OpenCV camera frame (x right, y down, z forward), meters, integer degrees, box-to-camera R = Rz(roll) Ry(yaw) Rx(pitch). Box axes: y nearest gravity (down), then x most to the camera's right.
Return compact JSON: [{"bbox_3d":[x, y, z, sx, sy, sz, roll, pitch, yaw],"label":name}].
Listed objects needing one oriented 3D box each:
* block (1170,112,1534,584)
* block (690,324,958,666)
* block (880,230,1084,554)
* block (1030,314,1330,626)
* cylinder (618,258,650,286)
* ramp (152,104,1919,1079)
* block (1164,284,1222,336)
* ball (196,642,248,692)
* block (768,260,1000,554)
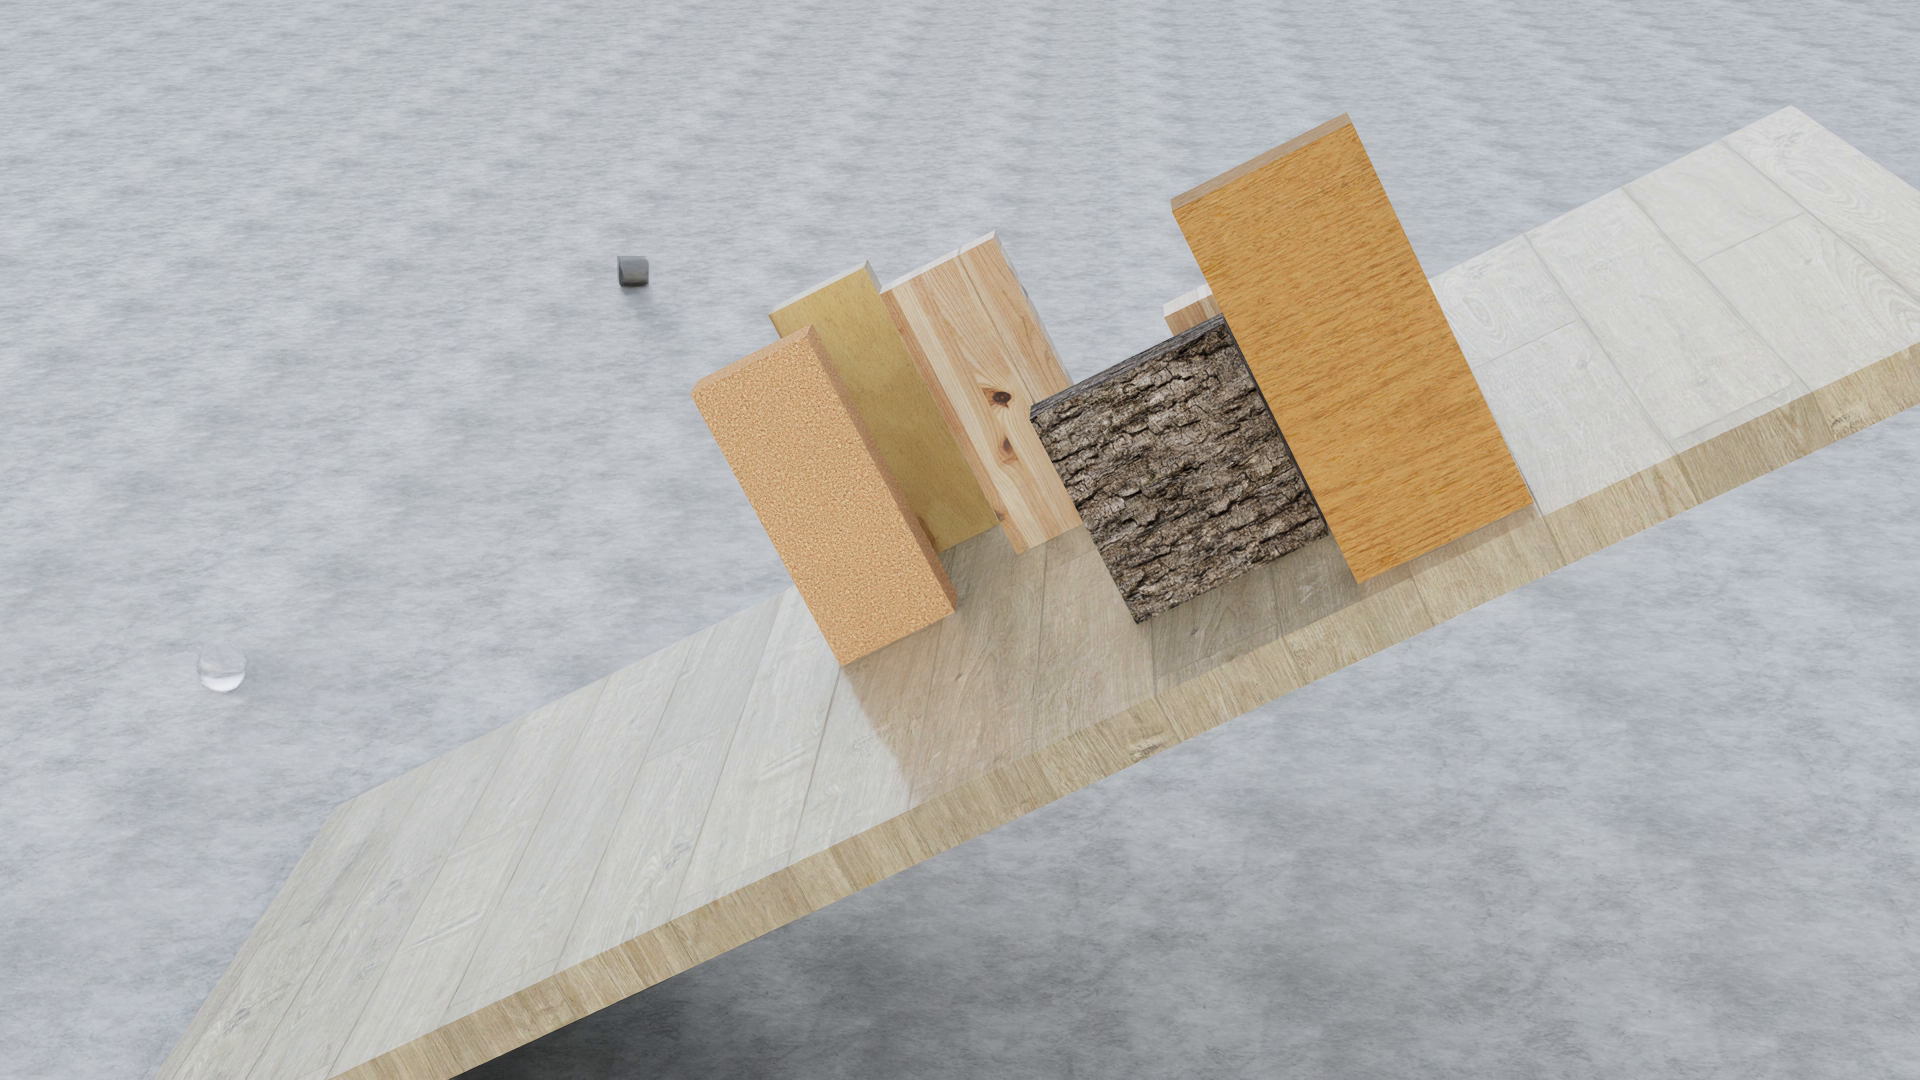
[{"bbox_3d":[0.695,-0.335,5.213,0.343,0.756,0.119,-26,14,10],"label":"block"},{"bbox_3d":[-0.291,-0.095,6.403,0.282,0.687,0.127,-26,14,10],"label":"block"},{"bbox_3d":[0.103,-0.324,6.520,0.280,0.664,0.091,-26,14,10],"label":"block"},{"bbox_3d":[0.421,-0.134,5.647,0.409,0.459,0.104,-26,14,10],"label":"block"},{"bbox_3d":[-1.574,-1.292,14.177,0.130,0.130,0.130,-4,17,-14],"label":"cylinder"},{"bbox_3d":[0.140,0.168,6.281,4.000,0.100,2.000,-26,14,10],"label":"ramp"},{"bbox_3d":[0.685,-0.348,5.923,0.388,0.453,0.119,-26,14,10],"label":"block"},{"bbox_3d":[-2.173,0.375,8.660,0.147,0.147,0.147,0,17,0],"label":"ball"},{"bbox_3d":[-0.172,-0.292,6.893,0.252,0.685,0.093,-26,14,10],"label":"block"}]
